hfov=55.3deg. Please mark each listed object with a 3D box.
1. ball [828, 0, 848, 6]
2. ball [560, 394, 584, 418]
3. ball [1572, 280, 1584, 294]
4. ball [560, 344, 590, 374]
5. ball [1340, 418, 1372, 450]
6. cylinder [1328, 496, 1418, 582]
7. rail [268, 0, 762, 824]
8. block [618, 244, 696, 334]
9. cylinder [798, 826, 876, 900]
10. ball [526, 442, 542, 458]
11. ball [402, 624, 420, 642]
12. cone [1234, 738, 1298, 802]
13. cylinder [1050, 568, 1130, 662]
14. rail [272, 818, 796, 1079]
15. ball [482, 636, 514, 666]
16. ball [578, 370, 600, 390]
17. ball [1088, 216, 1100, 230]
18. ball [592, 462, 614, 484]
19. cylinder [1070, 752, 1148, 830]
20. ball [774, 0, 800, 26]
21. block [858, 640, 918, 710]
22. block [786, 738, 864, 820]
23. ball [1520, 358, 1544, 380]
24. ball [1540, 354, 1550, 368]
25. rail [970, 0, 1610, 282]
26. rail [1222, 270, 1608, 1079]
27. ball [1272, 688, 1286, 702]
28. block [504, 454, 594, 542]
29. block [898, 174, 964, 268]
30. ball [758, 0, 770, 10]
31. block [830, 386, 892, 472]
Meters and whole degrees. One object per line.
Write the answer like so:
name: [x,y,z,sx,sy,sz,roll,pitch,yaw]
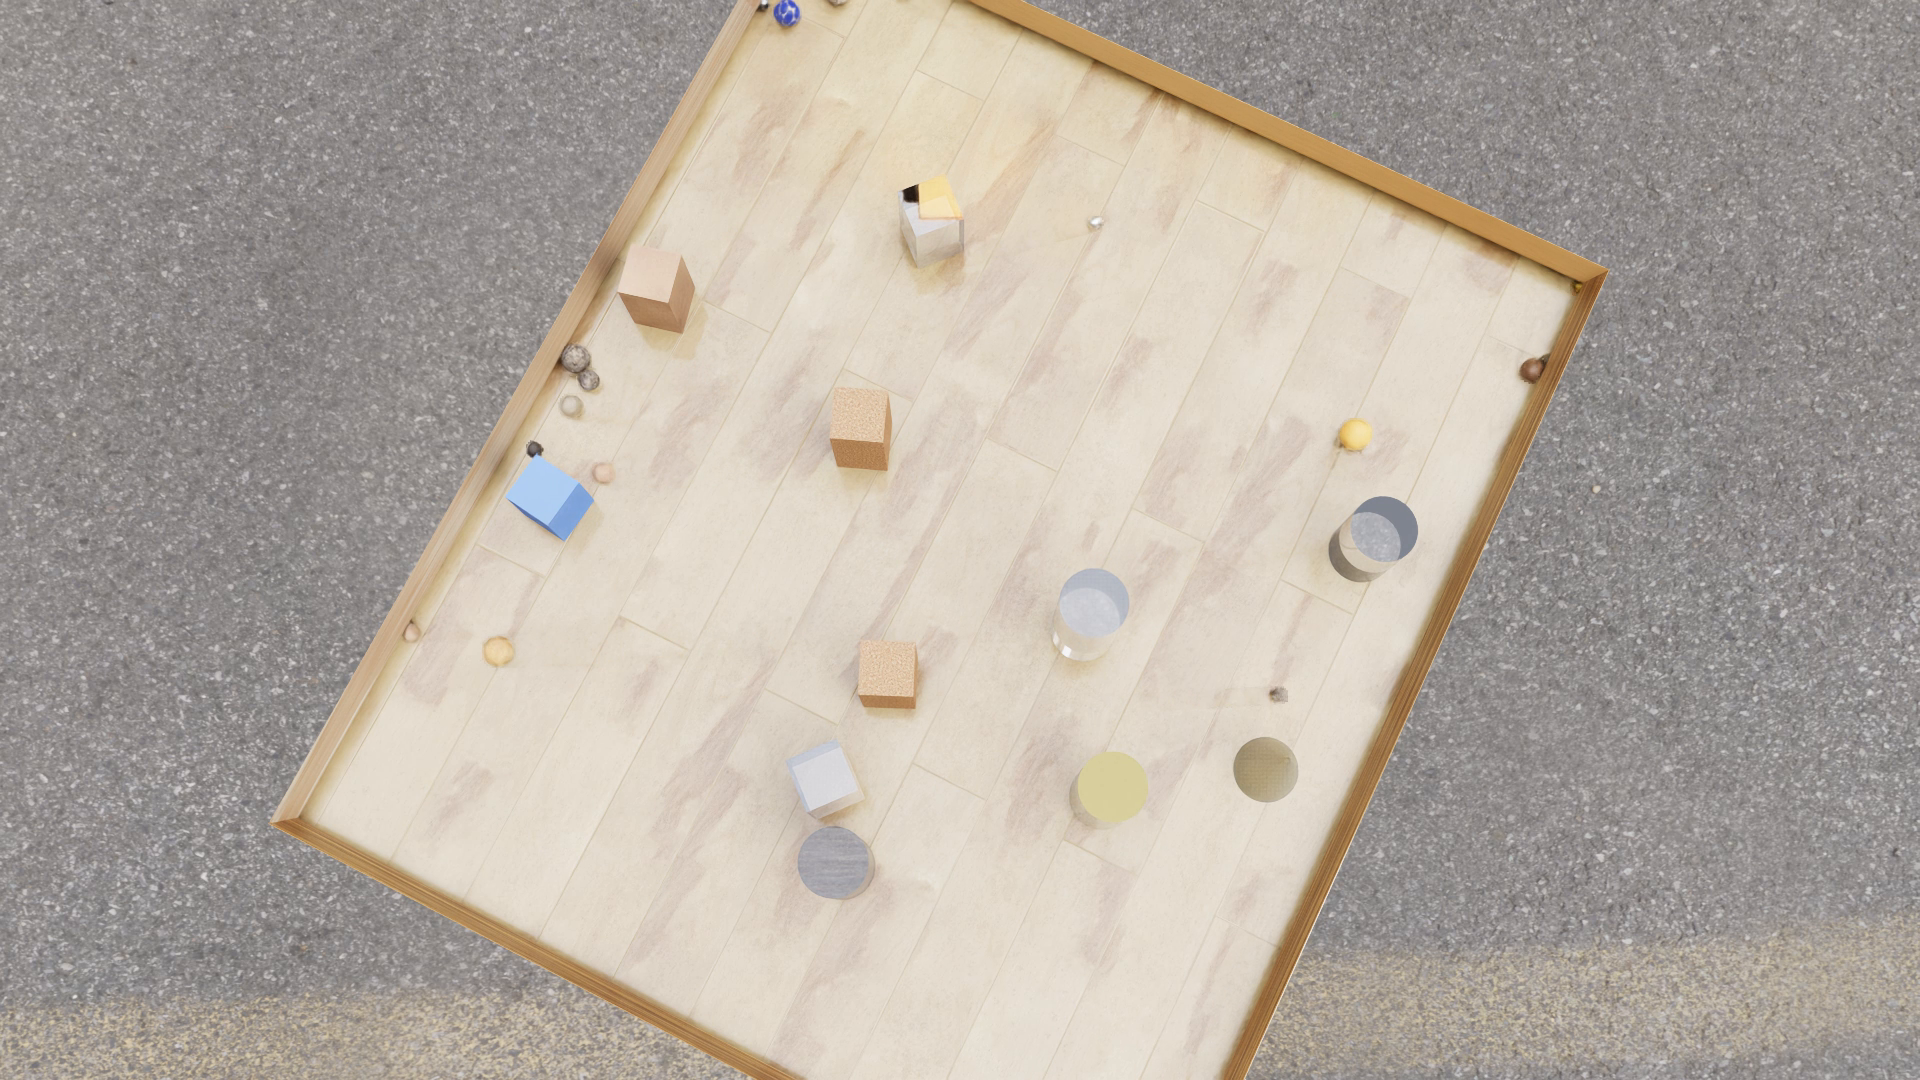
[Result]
ball: [-0.396,-1.778,5.938,0.091,0.091,0.091,0,78,0]
ball: [-1.201,-0.414,5.667,0.070,0.070,0.070,0,78,0]
ball: [1.947,-0.795,5.760,0.042,0.042,0.042,0,78,0]
ball: [-1.194,-0.562,5.688,0.088,0.088,0.088,0,78,0]
ball: [1.217,-0.323,5.634,0.098,0.098,0.098,0,78,0]
cylinder: [1.225,0.001,5.449,0.196,0.327,0.196,0,78,0]
rail: [-1.246,-0.603,5.675,0.045,0.127,3.310,26,80,5]
block: [-0.928,-0.768,5.625,0.157,0.295,0.157,13,79,3]
cylinder: [-0.347,0.924,5.217,0.196,0.408,0.196,0,78,0]
ball: [-1.311,-0.277,5.649,0.049,0.049,0.049,0,78,0]
ball: [-1.656,0.280,5.530,0.055,0.055,0.055,0,78,0]
cone: [0.914,0.645,5.275,0.196,0.407,0.196,0,78,0]
cylinder: [0.373,0.223,5.326,0.196,0.479,0.196,0,78,0]
rail: [-0.729,1.435,5.254,2.833,0.127,0.045,26,80,5]
ball: [-1.386,0.335,5.501,0.090,0.090,0.090,0,78,0]
ball: [-1.151,-0.496,5.686,0.065,0.065,0.065,0,78,0]
ball: [0.425,-1.004,5.803,0.042,0.042,0.042,0,78,0]
ball: [-1.095,-0.206,5.626,0.066,0.066,0.066,0,78,0]
cylinder: [0.422,0.723,5.258,0.196,0.408,0.196,0,78,0]
ball: [-0.561,-1.704,5.925,0.086,0.086,0.086,0,78,0]
block: [-0.208,0.397,5.374,0.157,0.313,0.157,2,78,0]
block: [-0.385,0.693,5.281,0.157,0.376,0.157,-23,79,-5]
ball: [1.776,-0.529,5.690,0.071,0.071,0.071,0,78,0]
ball: [1.827,-0.558,5.710,0.043,0.043,0.043,0,78,0]
rail: [0.729,-1.422,5.845,2.833,0.127,0.045,26,80,5]
rail: [1.246,0.617,5.423,0.045,0.127,3.310,26,80,5]
ball: [0.956,0.466,5.498,0.043,0.043,0.043,0,78,0]
block: [-1.233,-0.125,5.522,0.157,0.236,0.157,33,80,6]
block: [-0.089,-0.984,5.678,0.157,0.278,0.157,-21,79,-4]
ball: [-0.638,-1.742,5.956,0.041,0.041,0.041,0,78,0]
block: [-0.295,-0.331,5.509,0.157,0.346,0.157,5,78,1]
